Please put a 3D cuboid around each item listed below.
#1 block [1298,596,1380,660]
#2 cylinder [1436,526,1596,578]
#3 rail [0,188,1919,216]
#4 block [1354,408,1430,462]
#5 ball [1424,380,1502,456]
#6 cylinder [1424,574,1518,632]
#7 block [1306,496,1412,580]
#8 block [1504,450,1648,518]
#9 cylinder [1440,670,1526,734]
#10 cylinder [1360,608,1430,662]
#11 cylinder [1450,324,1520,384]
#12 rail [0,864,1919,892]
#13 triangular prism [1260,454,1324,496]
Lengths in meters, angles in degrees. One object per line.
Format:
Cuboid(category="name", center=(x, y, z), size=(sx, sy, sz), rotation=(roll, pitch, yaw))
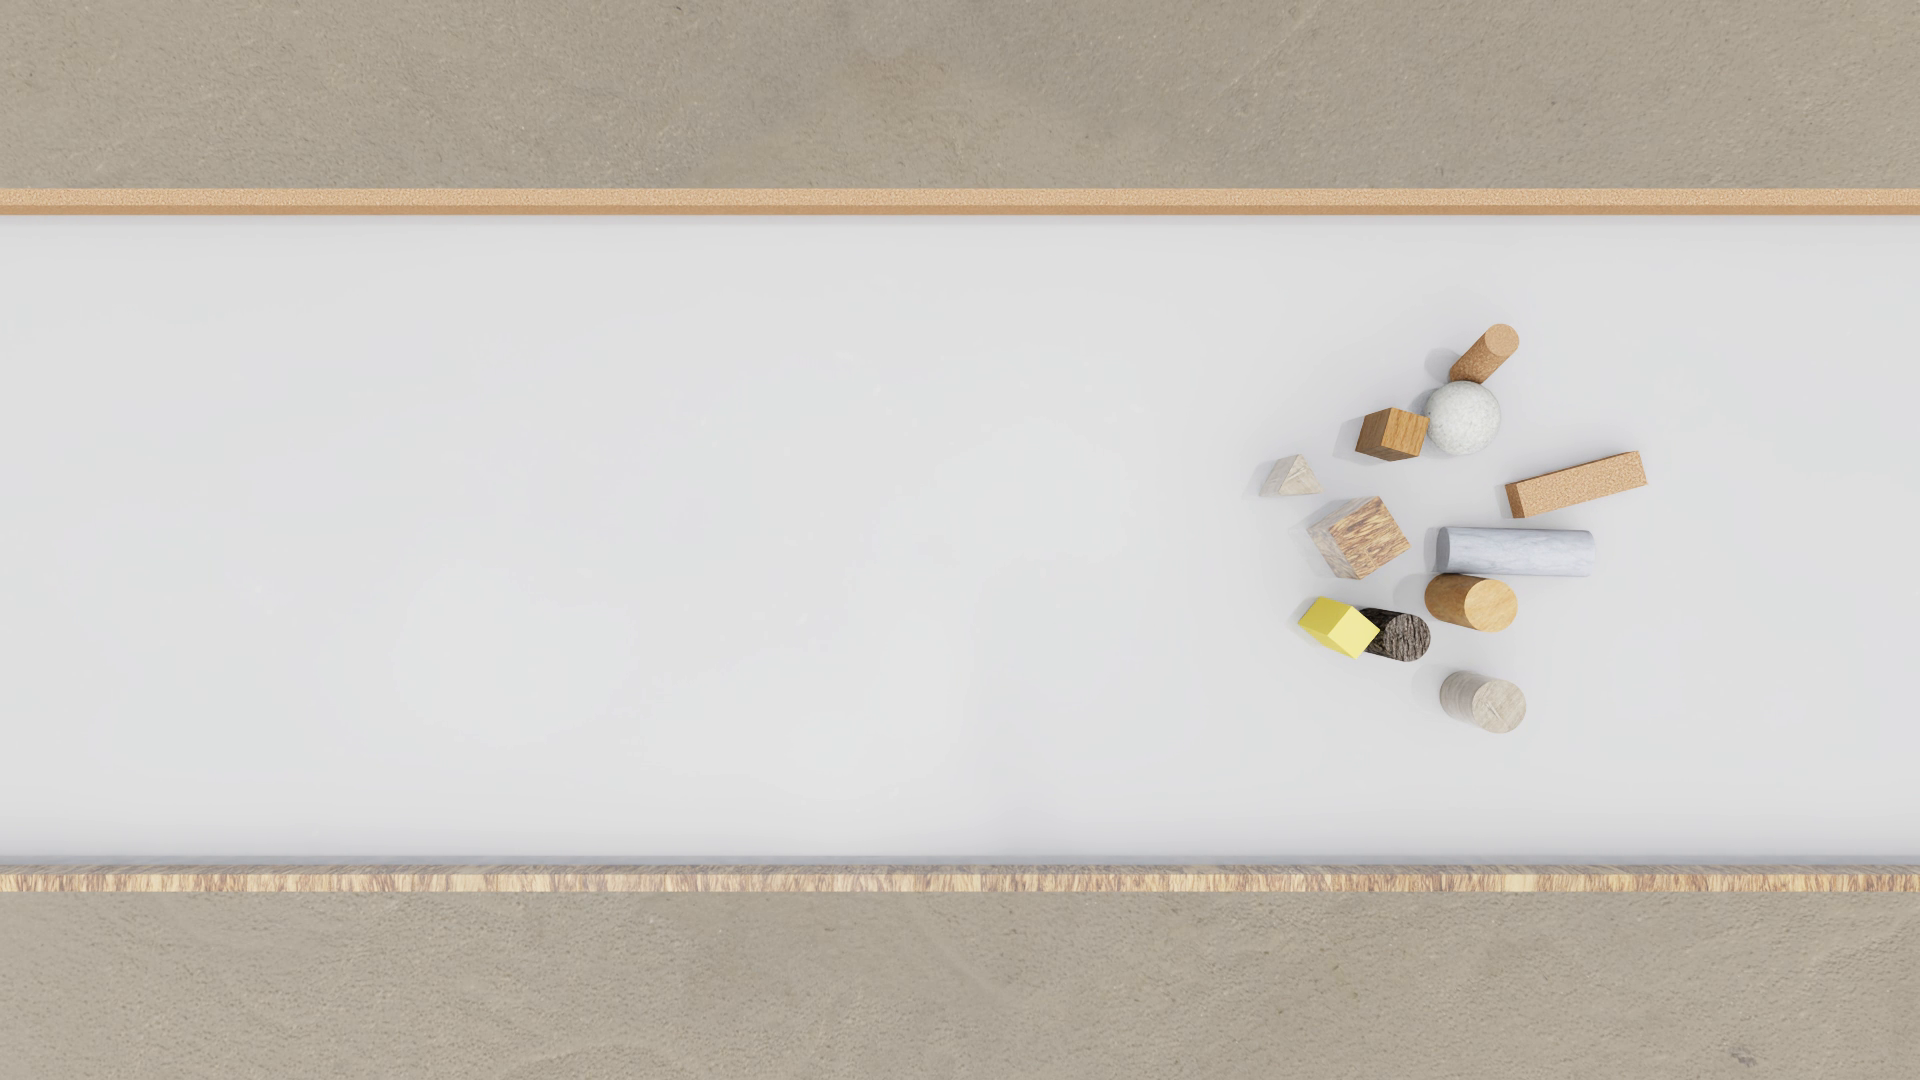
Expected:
Cuboid(category="block", center=(1.125, 0.259, 4.915), size=(0.110, 0.314, 0.110), rotation=(40, 90, -5))
Cuboid(category="cylinder", center=(1.683, 0.036, 5.005), size=(0.435, 0.143, 0.143), rotation=(2, 90, 0))
Cuboid(category="rail", center=(-2.247, -1.025, 5.002), size=(12.000, 0.150, 0.050), rotation=(0, 90, 0))
Cuboid(category="block", center=(1.286, -0.312, 4.919), size=(0.115, 0.314, 0.115), rotation=(16, 90, 0))
Cuboid(category="ball", center=(1.511, -0.367, 4.964), size=(0.225, 0.225, 0.225), rotation=(0, 90, 0))
Cuboid(category="cylinder", center=(1.508, 0.182, 4.882), size=(0.153, 0.384, 0.153), rotation=(0, 92, -1))
Cuboid(category="block", center=(1.185, -0.006, 4.924), size=(0.176, 0.305, 0.176), rotation=(-33, 90, 0))
Cuboid(category="block", center=(1.875, -0.168, 5.023), size=(0.383, 0.107, 0.107), rotation=(-15, 90, 0))
Cuboid(category="cylinder", center=(1.553, 0.480, 4.913), size=(0.157, 0.326, 0.157), rotation=(0, 90, 0))
Cuboid(category="cylinder", center=(1.273, 0.279, 4.902), size=(0.138, 0.341, 0.138), rotation=(0, 91, -3))
Cuboid(category="cylinder", center=(1.561, -0.541, 4.916), size=(0.101, 0.305, 0.101), rotation=(1, 76, -3))
Cuboid(category="rail", center=(-2.247, 1.025, 5.001), size=(12.000, 0.150, 0.050), rotation=(0, 90, 0))
Cuboid(category="triangular prism", center=(0.982, -0.193, 4.916), size=(0.130, 0.322, 0.112), rotation=(-2, 90, 0))
